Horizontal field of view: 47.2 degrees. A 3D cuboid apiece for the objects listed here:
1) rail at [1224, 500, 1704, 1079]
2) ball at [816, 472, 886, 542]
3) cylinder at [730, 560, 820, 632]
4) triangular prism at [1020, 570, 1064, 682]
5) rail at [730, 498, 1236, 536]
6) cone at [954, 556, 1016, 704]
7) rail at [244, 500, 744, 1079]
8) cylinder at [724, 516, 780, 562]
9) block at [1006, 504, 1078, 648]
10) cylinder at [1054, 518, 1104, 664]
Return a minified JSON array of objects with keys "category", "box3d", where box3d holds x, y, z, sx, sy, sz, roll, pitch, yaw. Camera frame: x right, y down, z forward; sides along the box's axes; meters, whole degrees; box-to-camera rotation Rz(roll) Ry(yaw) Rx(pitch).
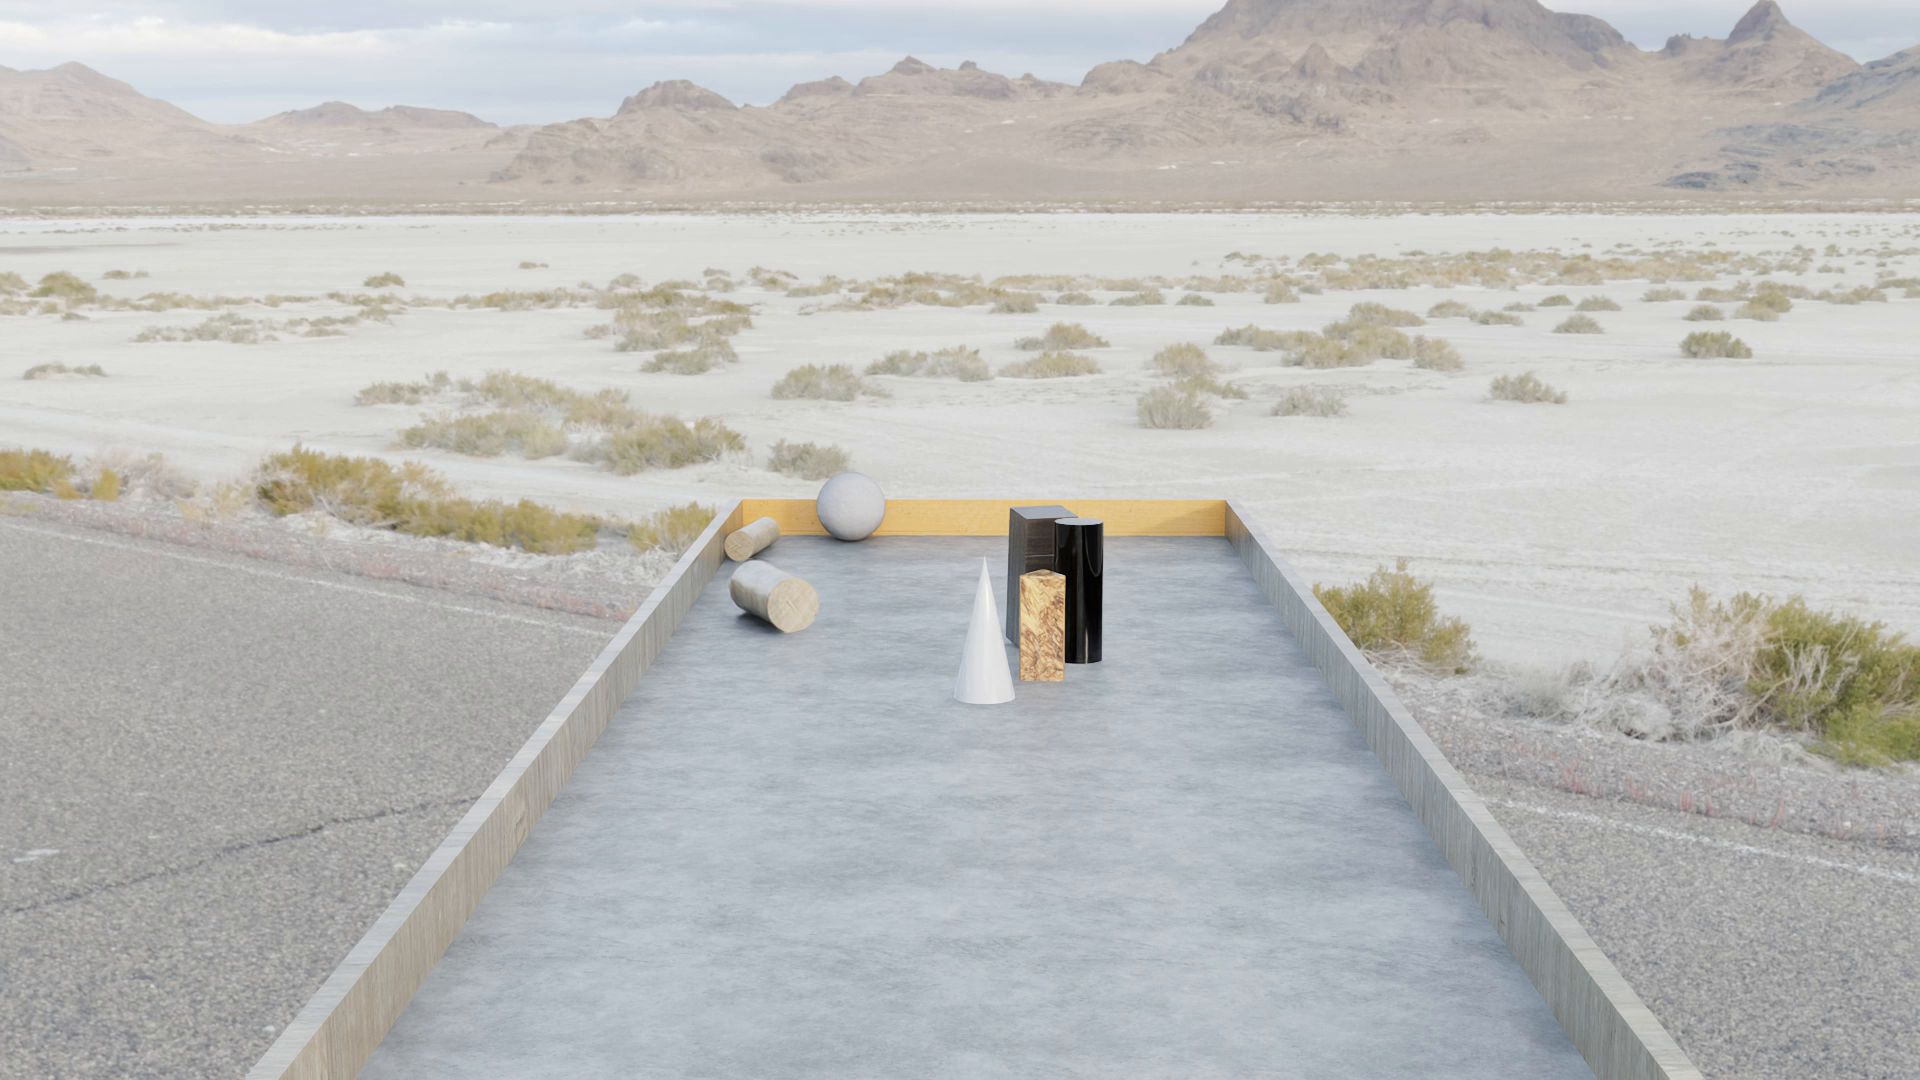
[{"category":"rail","box3d":[1.046,0.843,3.208,0.050,0.150,12.000,0,9,1]},{"category":"ball","box3d":[-0.444,-0.137,8.970,0.283,0.283,0.283,0,9,0]},{"category":"cylinder","box3d":[-0.618,0.184,7.283,0.177,0.177,0.390,-4,10,-24]},{"category":"triangular prism","box3d":[0.242,0.248,6.448,0.129,0.311,0.112,1,9,3]},{"category":"rail","box3d":[0.099,-0.098,9.147,2.100,0.150,0.050,0,9,1]},{"category":"cone","box3d":[0.069,0.243,6.181,0.175,0.405,0.175,0,9,0]},{"category":"rail","box3d":[-1.004,0.839,3.234,0.050,0.150,12.000,0,9,1]},{"category":"cylinder","box3d":[-0.818,-0.006,8.673,0.117,0.117,0.389,2,9,10]},{"category":"block","box3d":[0.255,0.118,6.877,0.168,0.422,0.168,-3,14,-17]},{"category":"cylinder","box3d":[0.360,0.153,6.687,0.149,0.425,0.149,0,9,0]}]
